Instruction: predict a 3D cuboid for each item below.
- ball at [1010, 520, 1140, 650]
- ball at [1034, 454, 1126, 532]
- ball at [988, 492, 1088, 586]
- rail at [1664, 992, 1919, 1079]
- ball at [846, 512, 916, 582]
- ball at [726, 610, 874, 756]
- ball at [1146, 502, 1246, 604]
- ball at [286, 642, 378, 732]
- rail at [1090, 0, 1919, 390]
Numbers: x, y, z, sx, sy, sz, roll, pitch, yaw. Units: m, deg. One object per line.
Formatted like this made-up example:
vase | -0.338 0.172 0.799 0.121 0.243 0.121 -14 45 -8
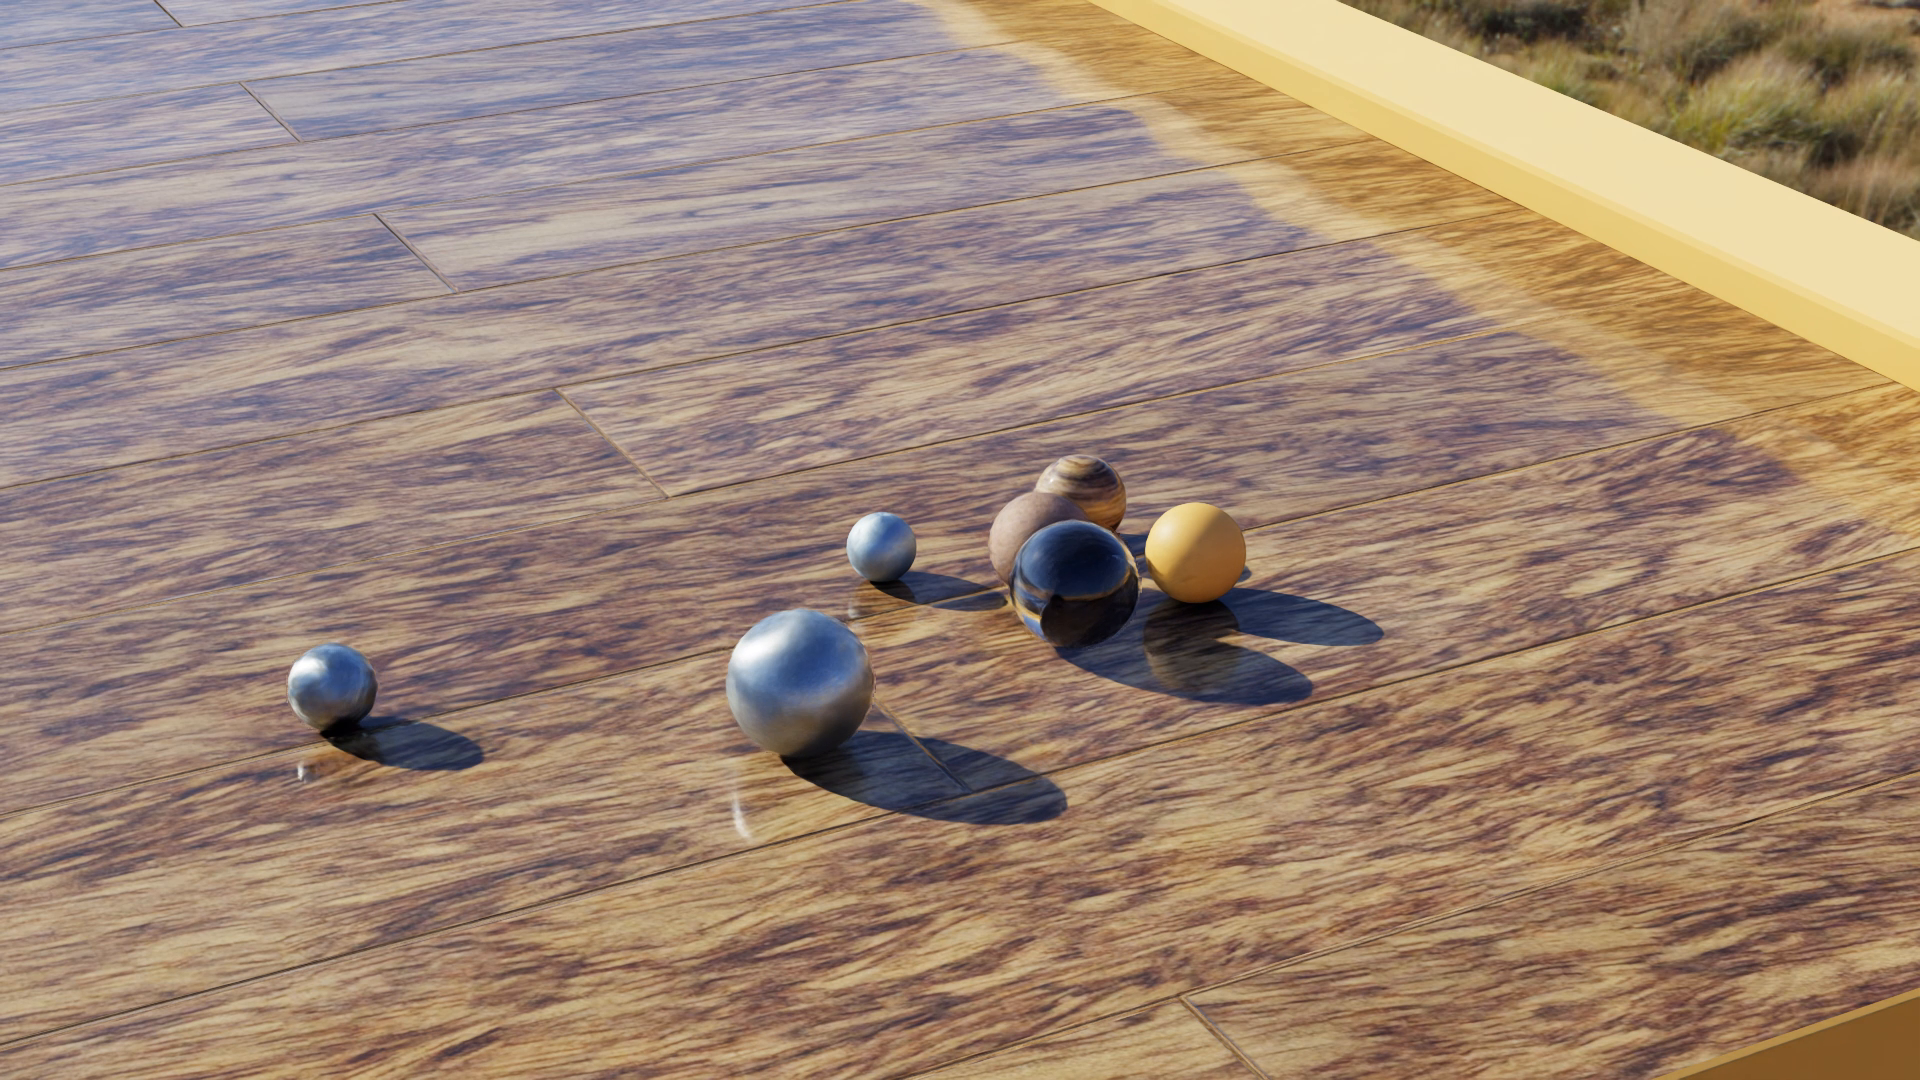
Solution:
ball | 0.078 0.030 2.001 0.088 0.088 0.088 0 25 0
ball | 0.088 -0.029 2.150 0.068 0.068 0.068 0 25 0
ball | 0.057 0.003 2.075 0.074 0.074 0.074 0 25 0
rail | 0.368 0.283 1.424 1.747 0.122 0.045 -12 28 -24
ball | -0.056 0.005 2.099 0.050 0.050 0.050 0 25 0
ball | -0.102 0.091 1.867 0.094 0.094 0.094 0 25 0
ball | 0.166 0.009 2.066 0.071 0.071 0.071 0 25 0
ball | -0.405 0.095 1.900 0.057 0.057 0.057 0 25 0
rail | 0.376 -0.502 3.089 0.045 0.122 3.315 -12 28 -24
